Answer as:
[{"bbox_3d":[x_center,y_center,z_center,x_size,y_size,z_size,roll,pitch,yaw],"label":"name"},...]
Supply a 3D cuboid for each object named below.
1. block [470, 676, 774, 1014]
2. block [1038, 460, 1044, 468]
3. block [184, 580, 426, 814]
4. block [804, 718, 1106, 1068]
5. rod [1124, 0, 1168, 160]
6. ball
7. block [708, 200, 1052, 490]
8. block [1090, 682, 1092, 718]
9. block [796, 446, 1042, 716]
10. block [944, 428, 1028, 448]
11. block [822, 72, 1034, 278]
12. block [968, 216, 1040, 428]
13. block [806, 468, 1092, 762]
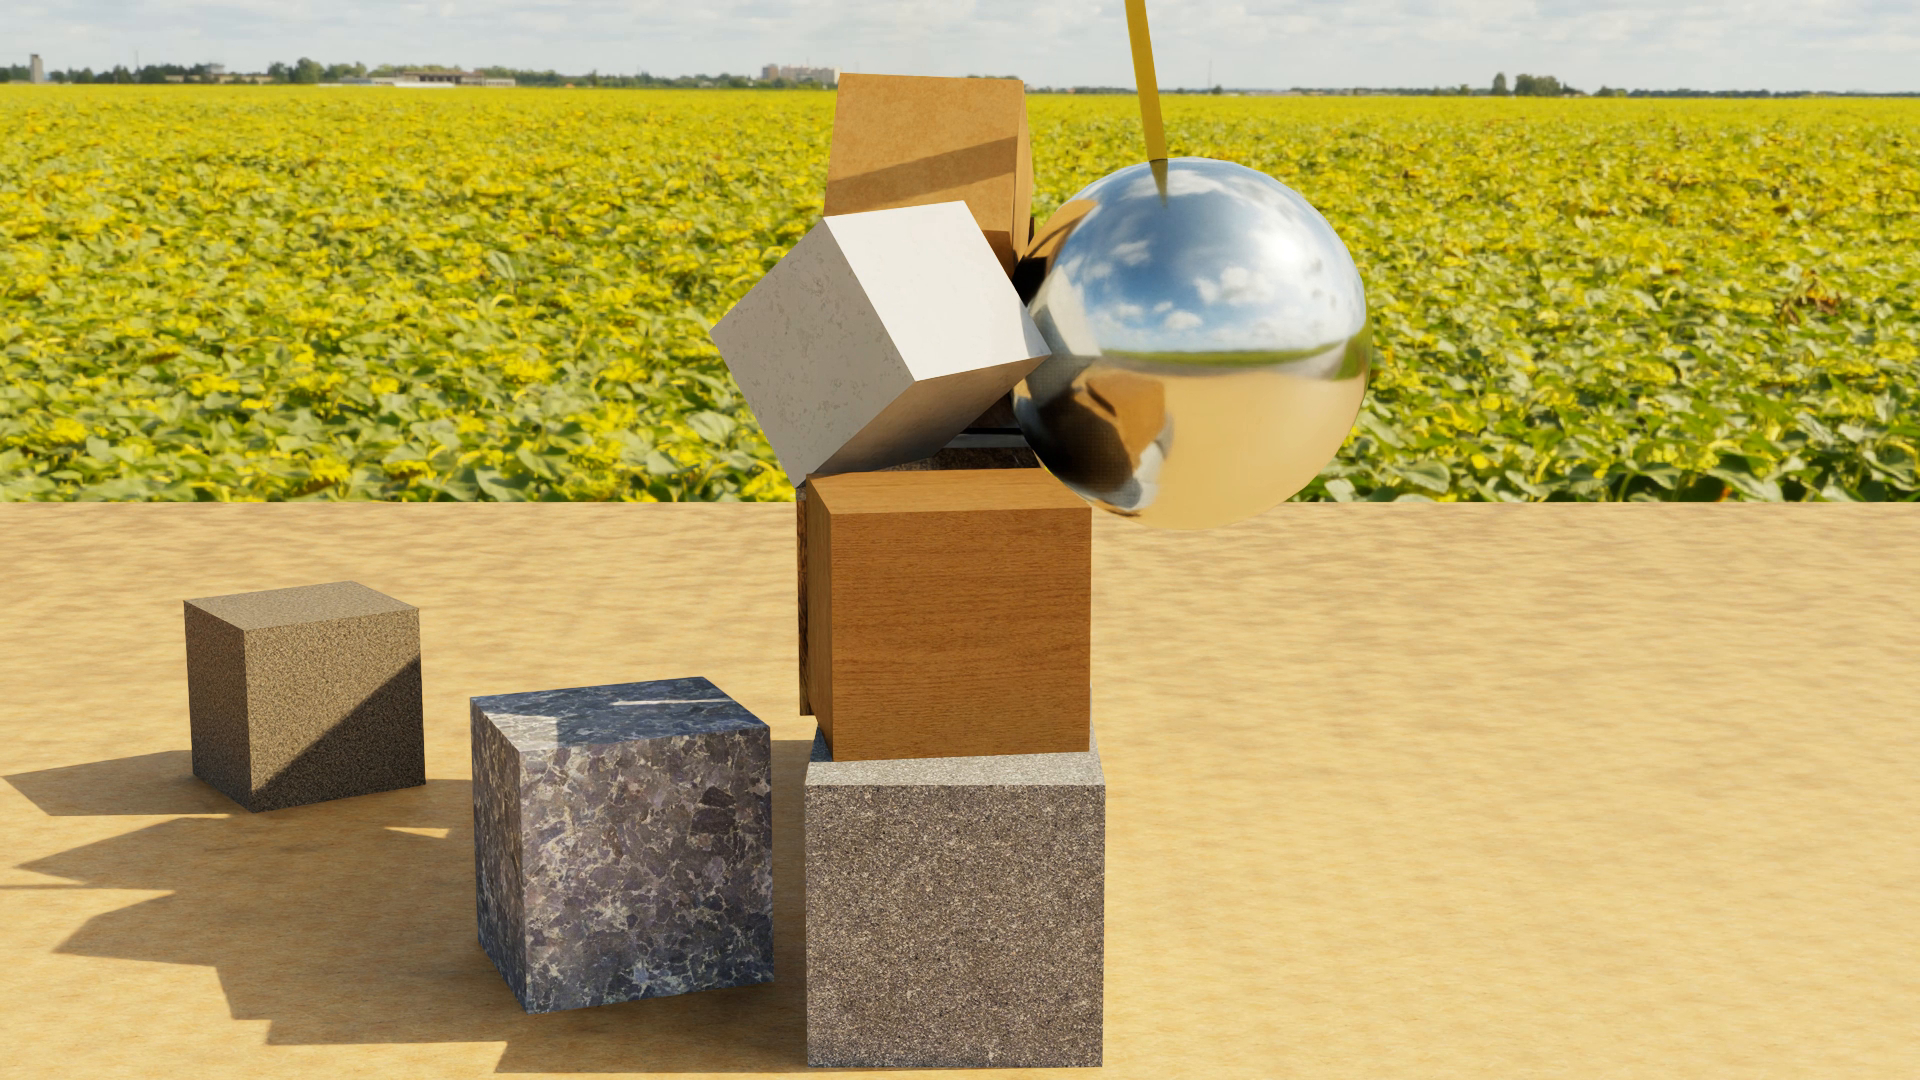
[{"bbox_3d":[-1.354,1.181,10.199,0.976,1.027,0.915,-4,11,-22],"label":"block"},{"bbox_3d":[-0.011,-0.155,12.606,0.833,0.780,0.913,0,6,1],"label":"block"},{"bbox_3d":[-3.285,0.763,12.854,0.886,0.901,0.872,-7,13,-34],"label":"block"},{"bbox_3d":[-0.018,1.288,9.559,1.056,1.045,0.953,0,10,0],"label":"block"},{"bbox_3d":[0.419,-4.142,10.427,0.080,5.200,0.080,-9,10,2],"label":"rod"},{"bbox_3d":[0.968,-0.841,11.027,1.600,1.600,1.600,0,10,0],"label":"ball"},{"bbox_3d":[-0.327,-0.807,10.508,0.860,0.759,0.826,-15,-18,-49],"label":"block"},{"bbox_3d":[0.009,1.010,11.305,1.089,0.969,0.936,0,10,0],"label":"block"},{"bbox_3d":[-0.169,0.151,10.797,1.033,0.890,1.040,-1,13,-4],"label":"block"},{"bbox_3d":[-0.048,-0.041,11.742,0.725,0.850,0.754,0,10,1],"label":"block"},{"bbox_3d":[-0.121,-1.508,11.318,0.794,0.714,0.892,3,-19,6],"label":"block"},{"bbox_3d":[-0.041,-1.018,12.219,0.836,0.966,0.835,0,3,5],"label":"block"},{"bbox_3d":[-0.064,0.259,9.750,0.947,0.912,0.950,-2,10,-9],"label":"block"}]
